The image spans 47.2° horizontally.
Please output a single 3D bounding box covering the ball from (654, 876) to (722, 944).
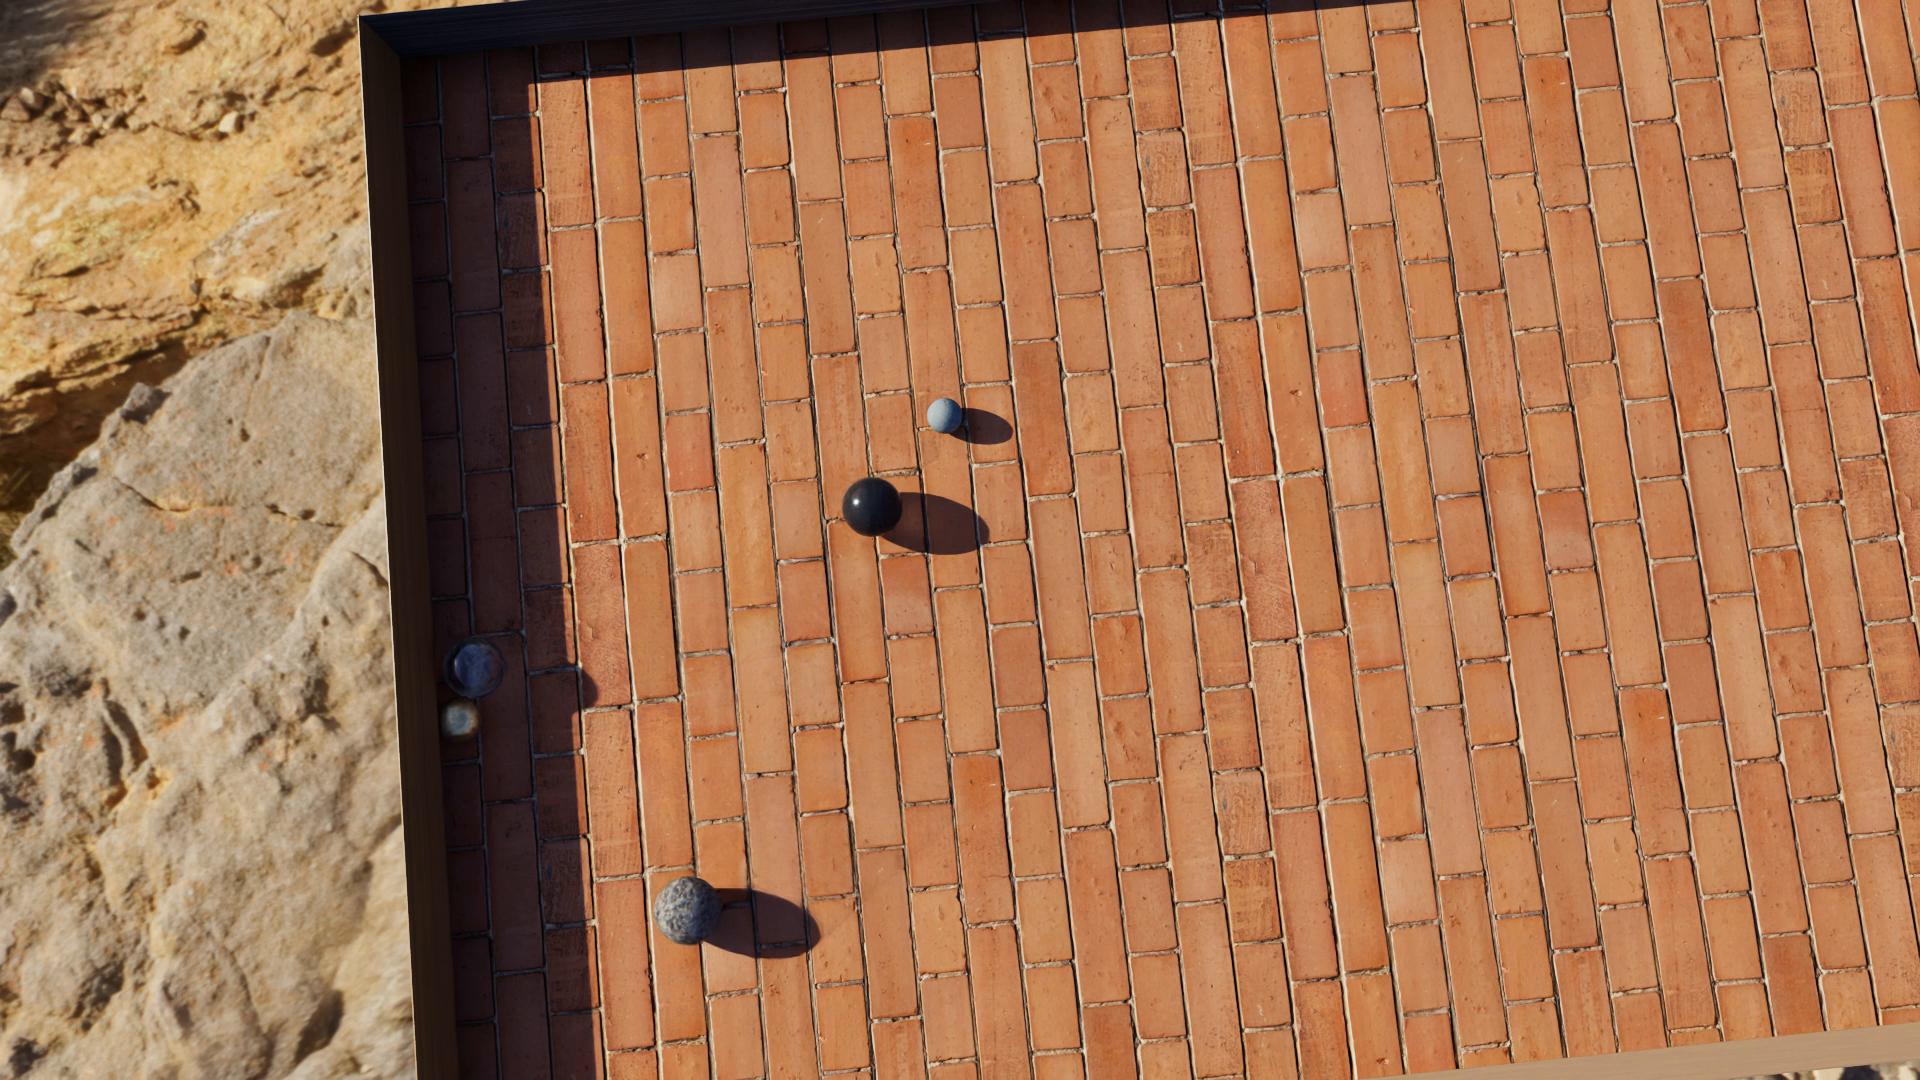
[{"bbox_3d":[-0.392,0.535,3.176,0.097,0.097,0.097,0,80,0],"label":"ball"}]

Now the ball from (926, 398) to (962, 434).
[{"bbox_3d":[-0.023,-0.188,3.324,0.054,0.054,0.054,0,80,0],"label":"ball"}]

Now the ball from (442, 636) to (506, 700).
[{"bbox_3d":[-0.716,0.189,3.239,0.092,0.092,0.092,0,80,0],"label":"ball"}]

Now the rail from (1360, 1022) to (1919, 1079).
[{"bbox_3d":[0.911,0.753,3.121,3.321,0.126,0.045,-6,80,-1],"label":"rail"}]

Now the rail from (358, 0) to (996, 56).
[{"bbox_3d":[0.741,-0.923,3.416,3.321,0.126,0.045,-6,80,-1],"label":"rail"}]

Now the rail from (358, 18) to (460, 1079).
[{"bbox_3d":[-0.803,0.075,3.241,0.045,0.126,1.758,-6,80,-1],"label":"rail"}]

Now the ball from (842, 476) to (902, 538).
[{"bbox_3d":[-0.131,-0.049,3.282,0.091,0.091,0.091,0,80,0],"label":"ball"}]

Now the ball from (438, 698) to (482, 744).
[{"bbox_3d":[-0.739,0.265,3.238,0.067,0.067,0.067,0,80,0],"label":"ball"}]
